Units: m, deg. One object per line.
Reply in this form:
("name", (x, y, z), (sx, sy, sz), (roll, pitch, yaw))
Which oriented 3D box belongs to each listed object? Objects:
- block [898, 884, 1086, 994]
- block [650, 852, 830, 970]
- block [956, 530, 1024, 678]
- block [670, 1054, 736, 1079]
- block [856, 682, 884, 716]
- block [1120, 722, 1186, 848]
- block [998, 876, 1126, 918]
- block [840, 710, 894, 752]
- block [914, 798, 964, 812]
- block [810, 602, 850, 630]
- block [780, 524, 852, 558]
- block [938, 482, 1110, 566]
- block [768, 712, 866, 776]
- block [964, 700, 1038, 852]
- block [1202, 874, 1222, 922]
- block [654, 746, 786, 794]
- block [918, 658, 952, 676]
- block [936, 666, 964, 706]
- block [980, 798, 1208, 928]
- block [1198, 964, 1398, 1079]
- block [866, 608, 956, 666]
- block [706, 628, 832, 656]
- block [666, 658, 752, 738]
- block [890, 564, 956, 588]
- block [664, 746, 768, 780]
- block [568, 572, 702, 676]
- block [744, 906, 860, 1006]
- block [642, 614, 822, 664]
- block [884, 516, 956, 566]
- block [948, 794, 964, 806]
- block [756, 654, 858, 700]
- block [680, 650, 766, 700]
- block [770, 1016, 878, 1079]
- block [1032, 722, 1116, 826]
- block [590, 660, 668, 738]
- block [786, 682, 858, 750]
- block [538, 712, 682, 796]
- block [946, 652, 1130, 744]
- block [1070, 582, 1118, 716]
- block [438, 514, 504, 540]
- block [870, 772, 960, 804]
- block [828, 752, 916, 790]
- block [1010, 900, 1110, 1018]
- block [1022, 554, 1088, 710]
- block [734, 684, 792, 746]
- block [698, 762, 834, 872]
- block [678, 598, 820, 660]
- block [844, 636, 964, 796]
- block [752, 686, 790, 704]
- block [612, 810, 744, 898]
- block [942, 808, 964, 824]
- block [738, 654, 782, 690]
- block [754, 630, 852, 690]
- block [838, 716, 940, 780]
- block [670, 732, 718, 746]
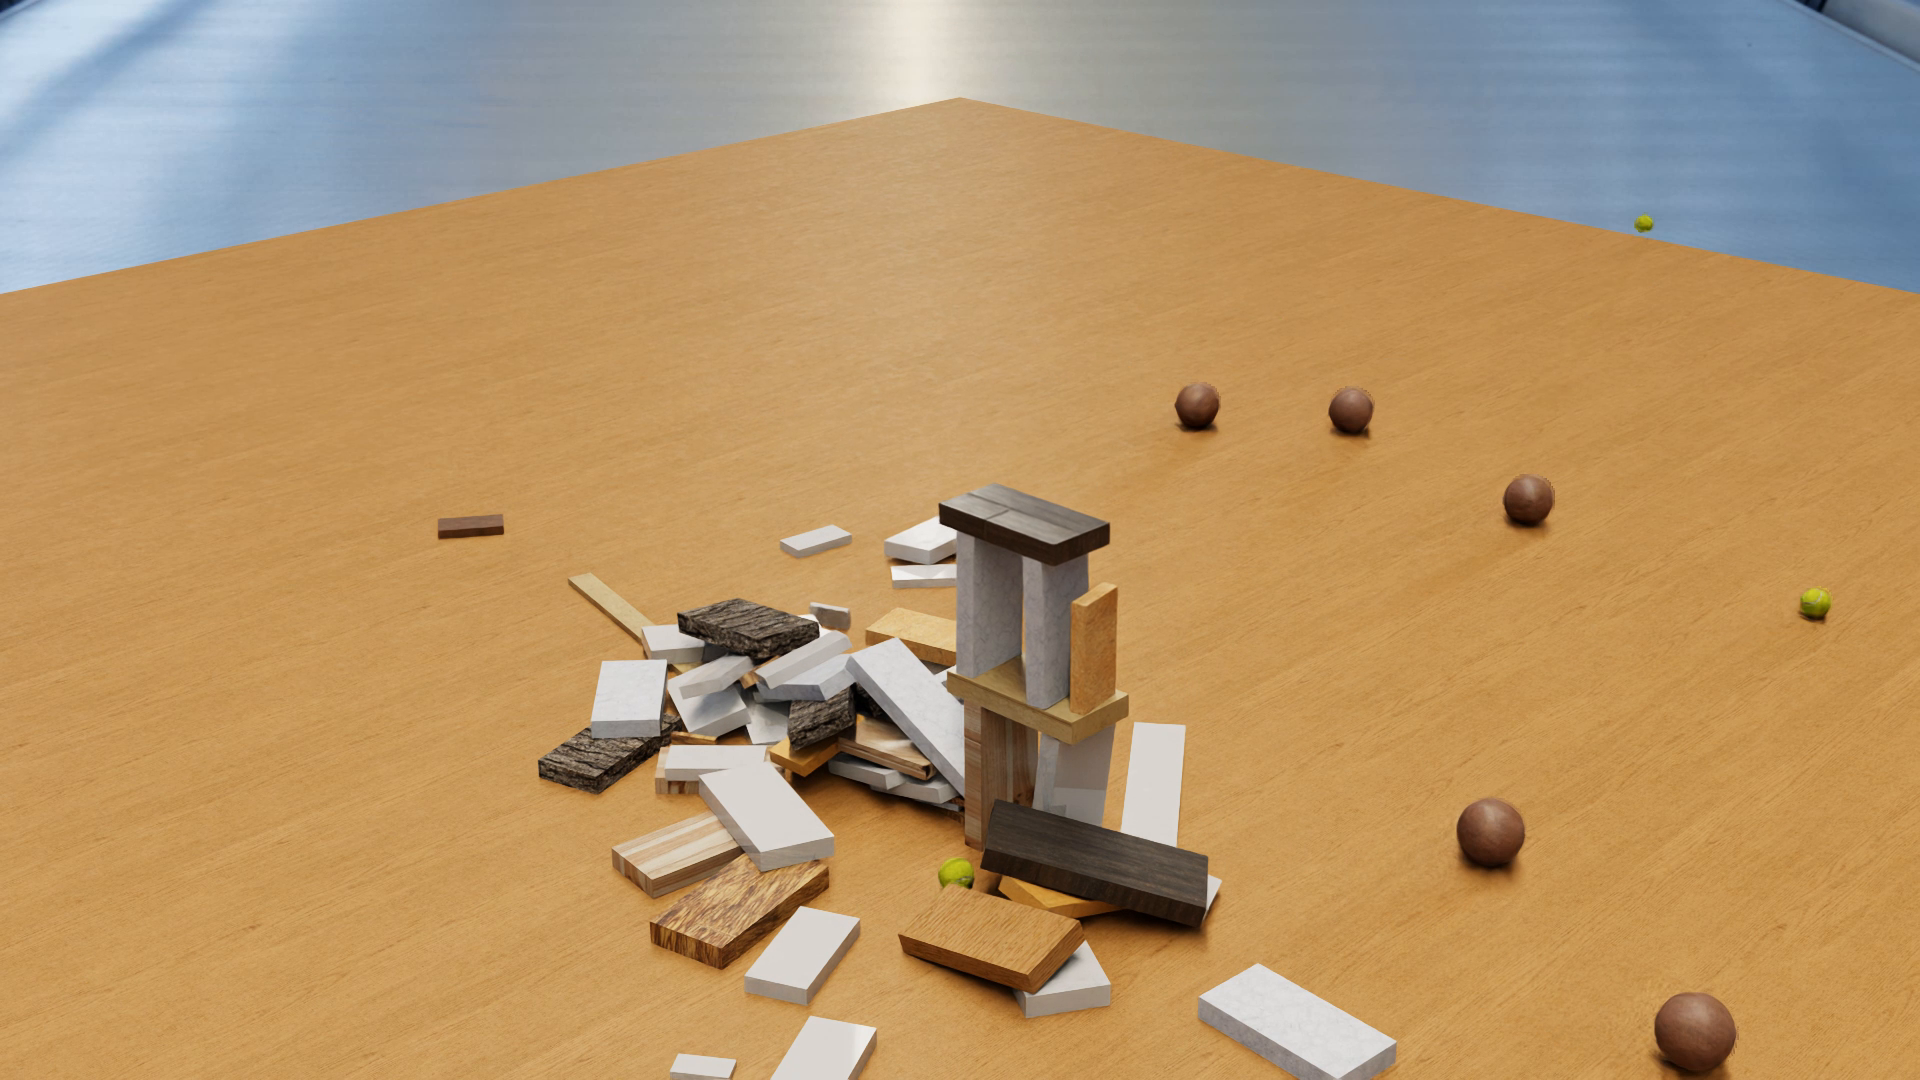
("block", (0.054, 0.709, 3.931), (0.308, 0.044, 0.154), (9, 36, 41))
("block", (-0.408, 0.679, 4.102), (0.165, 0.047, 0.329), (14, 27, 30))
("block", (0.057, 0.101, 4.199), (0.042, 0.297, 0.148), (19, 29, 37))
("block", (-0.427, 0.882, 3.664), (0.101, 0.014, 0.050), (4, 23, 9))
("block", (-0.171, 0.307, 4.764), (0.144, 0.041, 0.414), (-24, 9, -11))
("block", (0.393, 0.525, 4.483), (0.111, 0.031, 0.589), (3, 23, 7))
("block", (0.198, 0.651, 4.076), (0.240, 0.034, 0.120), (0, 25, -46))
("block", (-0.106, 0.395, 4.624), (0.491, 0.033, 0.117), (-4, 22, 6))
("block", (-0.034, 0.523, 4.472), (0.108, 0.015, 0.054), (10, 24, 32))
("block", (-0.311, 0.182, 5.265), (0.101, 0.050, 0.014), (10, 31, 21))
("block", (-0.375, 0.004, 5.721), (0.169, 0.024, 0.085), (-17, 29, -35))
("block", (0.117, -0.031, 4.071), (0.148, 0.042, 0.297), (-21, 30, -40))
("block", (-0.290, 0.413, 4.552), (0.099, 0.028, 0.198), (19, 39, 37))
("block", (0.082, 0.436, 4.319), (0.046, 0.322, 0.161), (21, 30, 41))
("block", (0.373, 0.638, 4.147), (0.221, 0.031, 0.111), (22, 28, 12))
("block", (-0.496, 0.478, 4.586), (0.266, 0.038, 0.133), (-1, 23, -2))
("block", (-0.059, 0.297, 5.019), (0.117, 0.033, 0.235), (7, 24, 17))
("block", (-0.046, 0.353, 4.778), (0.033, 0.117, 0.235), (20, 30, 39))
("block", (0.252, 0.597, 4.077), (0.416, 0.047, 0.165), (15, 28, 0))
("block", (0.571, 0.833, 3.742), (0.154, 0.044, 0.308), (-19, 29, -37))
("block", (-0.061, 0.229, 5.085), (0.283, 0.040, 0.142), (13, 26, 27))
("block", (-0.429, 0.226, 5.061), (0.283, 0.040, 0.142), (13, 24, 23))
("block", (-0.555, 0.354, 4.823), (0.133, 0.038, 0.265), (-24, 27, -10))
("block", (-0.086, 0.091, 5.516), (0.169, 0.024, 0.085), (-2, 23, -5))
("block", (-0.503, 0.461, 4.543), (0.200, 0.028, 0.100), (0, 23, 0))
("block", (-0.759, 0.212, 5.238), (0.061, 0.017, 0.710), (-14, 27, -30))
("block", (-0.281, 0.746, 3.959), (0.120, 0.034, 0.240), (8, 24, 19))
("block", (-0.527, 0.232, 5.135), (0.412, 0.038, 0.133), (-4, 23, -17))
("block", (-0.035, -0.016, 5.716), (0.142, 0.040, 0.354), (12, 23, 33))
("block", (0.026, 0.521, 4.423), (0.108, 0.015, 0.054), (15, 26, 41))
("block", (-0.311, 0.291, 4.680), (0.134, 0.038, 0.268), (-31, 15, -31))
("block", (-0.496, 0.274, 4.823), (0.100, 0.028, 0.345), (-14, 9, 21))
("block", (-0.234, 0.880, 3.642), (0.120, 0.034, 0.240), (7, 24, 16))
("block", (0.212, 0.483, 4.206), (0.161, 0.322, 0.046), (-21, 38, -40))
("block", (-0.718, 0.344, 4.789), (0.144, 0.041, 0.288), (-1, 23, -3))
("block", (-0.284, 0.352, 4.558), (0.134, 0.038, 0.268), (-23, 13, 4))
("block", (-0.740, 0.440, 4.670), (0.151, 0.043, 0.301), (12, 26, 26))
("block", (0.146, 0.291, 4.186), (0.322, 0.046, 0.161), (20, 30, 40))
("block", (0.247, 0.201, 4.052), (0.031, 0.221, 0.111), (15, 27, 32))
("block", (-1.293, -0.035, 5.814), (0.169, 0.024, 0.085), (-4, 23, -10))
("block", (-0.073, 0.491, 4.490), (0.112, 0.032, 0.224), (-20, 15, -38))
("block", (-0.167, 0.465, 4.539), (0.112, 0.032, 0.224), (-18, 14, -32))
("block", (0.149, 0.743, 3.955), (0.154, 0.044, 0.308), (-6, 24, -14))
("block", (0.181, 0.149, 4.079), (0.042, 0.297, 0.149), (13, 26, 35))
("block", (-0.404, 0.388, 4.795), (0.144, 0.041, 0.288), (-6, 24, -13))
("block", (-0.383, 0.539, 4.321), (0.151, 0.043, 0.342), (-9, 24, -25))
("block", (-0.476, 0.196, 4.929), (0.165, 0.047, 0.329), (-14, 17, -36))
("block", (-0.057, 0.360, 4.462), (0.134, 0.038, 0.401), (-19, 54, -42))
("block", (-0.344, 0.313, 4.808), (0.198, 0.028, 0.099), (-6, 25, 25))
("block", (-0.509, 0.600, 4.292), (0.301, 0.043, 0.151), (-18, 29, -35))
("block", (0.019, 0.554, 4.434), (0.054, 0.015, 0.108), (-21, 31, -40))
("block", (-0.437, 0.283, 4.853), (0.099, 0.028, 0.198), (-29, 4, -3))
("block", (-0.337, 0.256, 4.718), (0.200, 0.028, 0.100), (-27, 13, -15))
("block", (-0.126, 0.422, 4.485), (0.224, 0.032, 0.112), (15, 29, 33))
("block", (-0.563, 0.437, 4.665), (0.101, 0.050, 0.014), (7, 24, 16))
